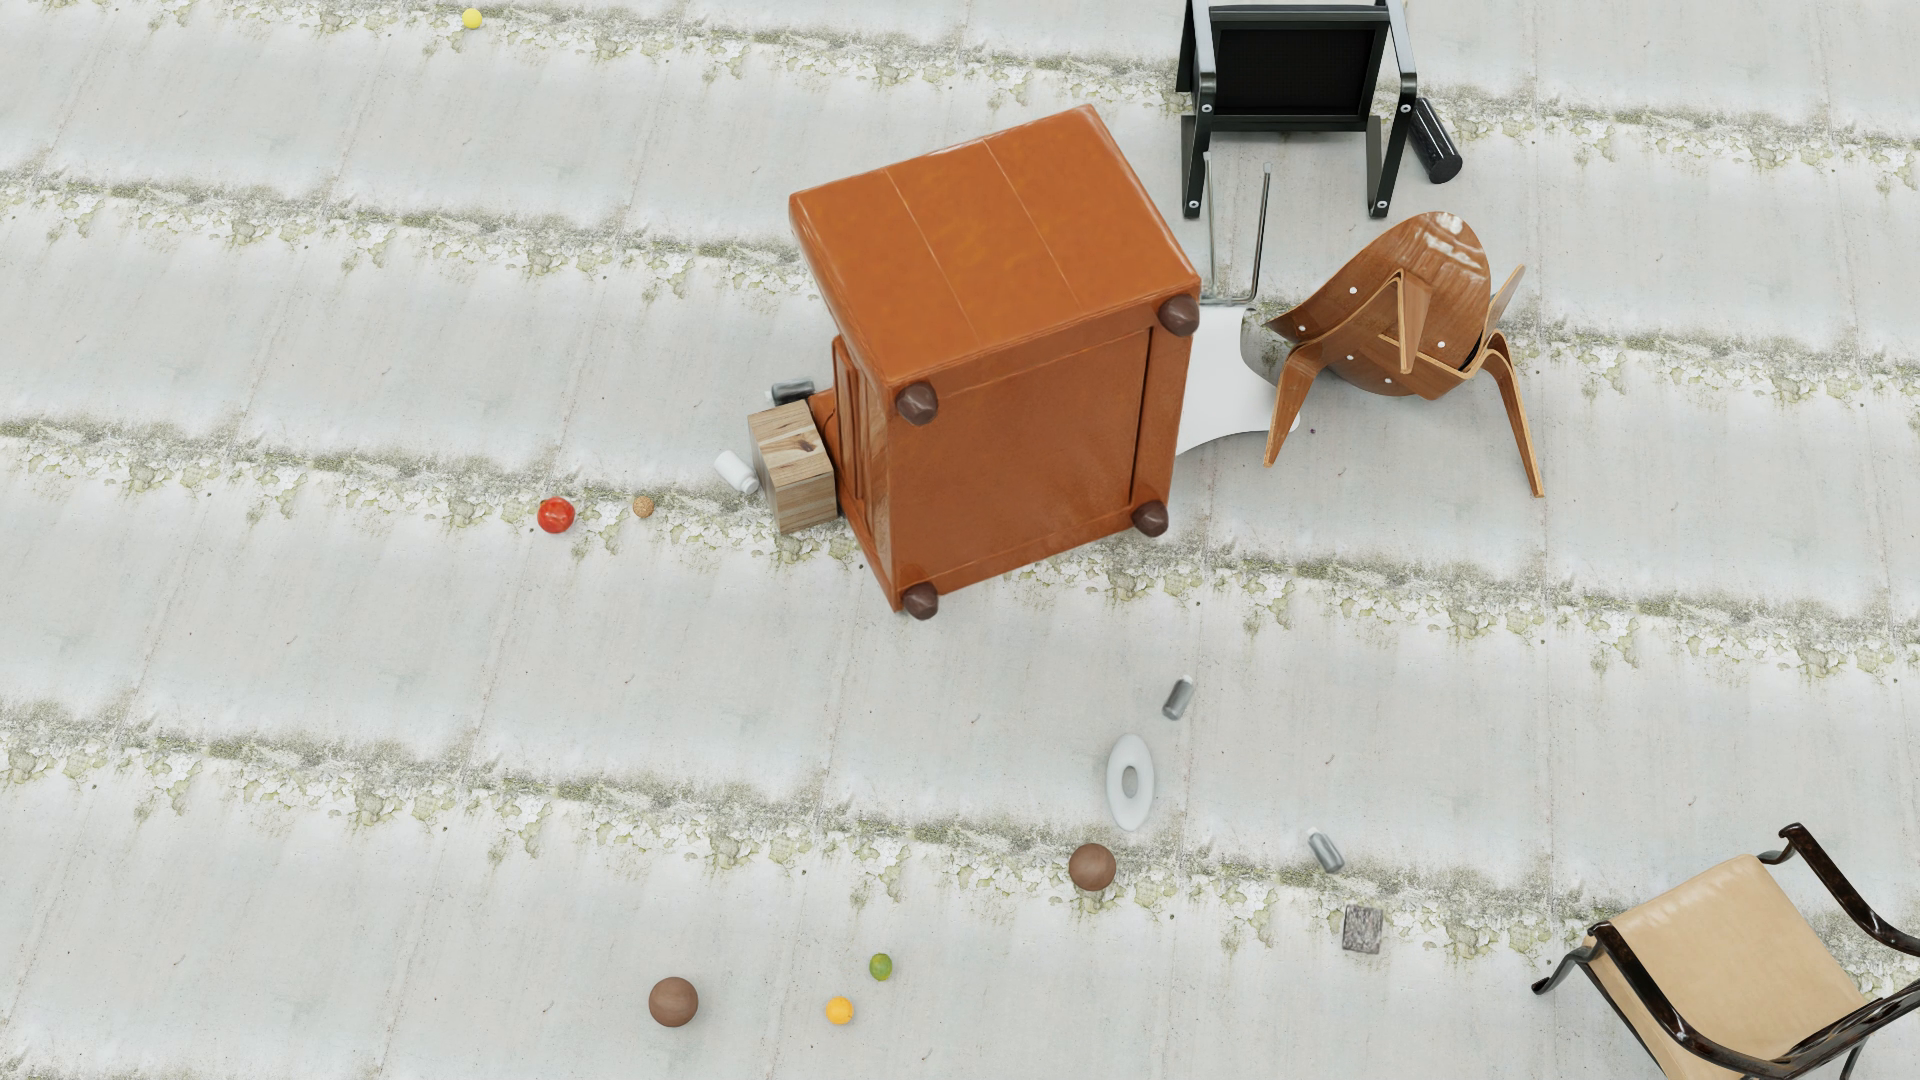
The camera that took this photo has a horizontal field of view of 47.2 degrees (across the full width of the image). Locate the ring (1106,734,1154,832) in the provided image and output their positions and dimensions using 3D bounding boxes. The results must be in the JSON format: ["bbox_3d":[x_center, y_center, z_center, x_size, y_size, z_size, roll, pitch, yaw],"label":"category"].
[{"bbox_3d":[0.472,0.670,6.096,0.133,0.047,0.309,2,56,3],"label":"ring"}]

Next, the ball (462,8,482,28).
[{"bbox_3d":[-1.723,-1.842,7.768,0.070,0.070,0.070,0,56,0],"label":"ball"}]

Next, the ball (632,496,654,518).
[{"bbox_3d":[-0.950,-0.099,6.601,0.065,0.065,0.065,0,56,0],"label":"ball"}]

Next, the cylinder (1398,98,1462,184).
[{"bbox_3d":[1.579,-1.343,7.394,0.117,0.136,0.275,-10,56,-14],"label":"cylinder"}]

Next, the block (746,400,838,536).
[{"bbox_3d":[-0.500,-0.216,6.567,0.179,0.252,0.277,-17,58,-11],"label":"block"}]

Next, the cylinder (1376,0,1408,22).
[{"bbox_3d":[1.536,-1.892,7.807,0.080,0.061,0.088,38,72,8],"label":"cylinder"}]
